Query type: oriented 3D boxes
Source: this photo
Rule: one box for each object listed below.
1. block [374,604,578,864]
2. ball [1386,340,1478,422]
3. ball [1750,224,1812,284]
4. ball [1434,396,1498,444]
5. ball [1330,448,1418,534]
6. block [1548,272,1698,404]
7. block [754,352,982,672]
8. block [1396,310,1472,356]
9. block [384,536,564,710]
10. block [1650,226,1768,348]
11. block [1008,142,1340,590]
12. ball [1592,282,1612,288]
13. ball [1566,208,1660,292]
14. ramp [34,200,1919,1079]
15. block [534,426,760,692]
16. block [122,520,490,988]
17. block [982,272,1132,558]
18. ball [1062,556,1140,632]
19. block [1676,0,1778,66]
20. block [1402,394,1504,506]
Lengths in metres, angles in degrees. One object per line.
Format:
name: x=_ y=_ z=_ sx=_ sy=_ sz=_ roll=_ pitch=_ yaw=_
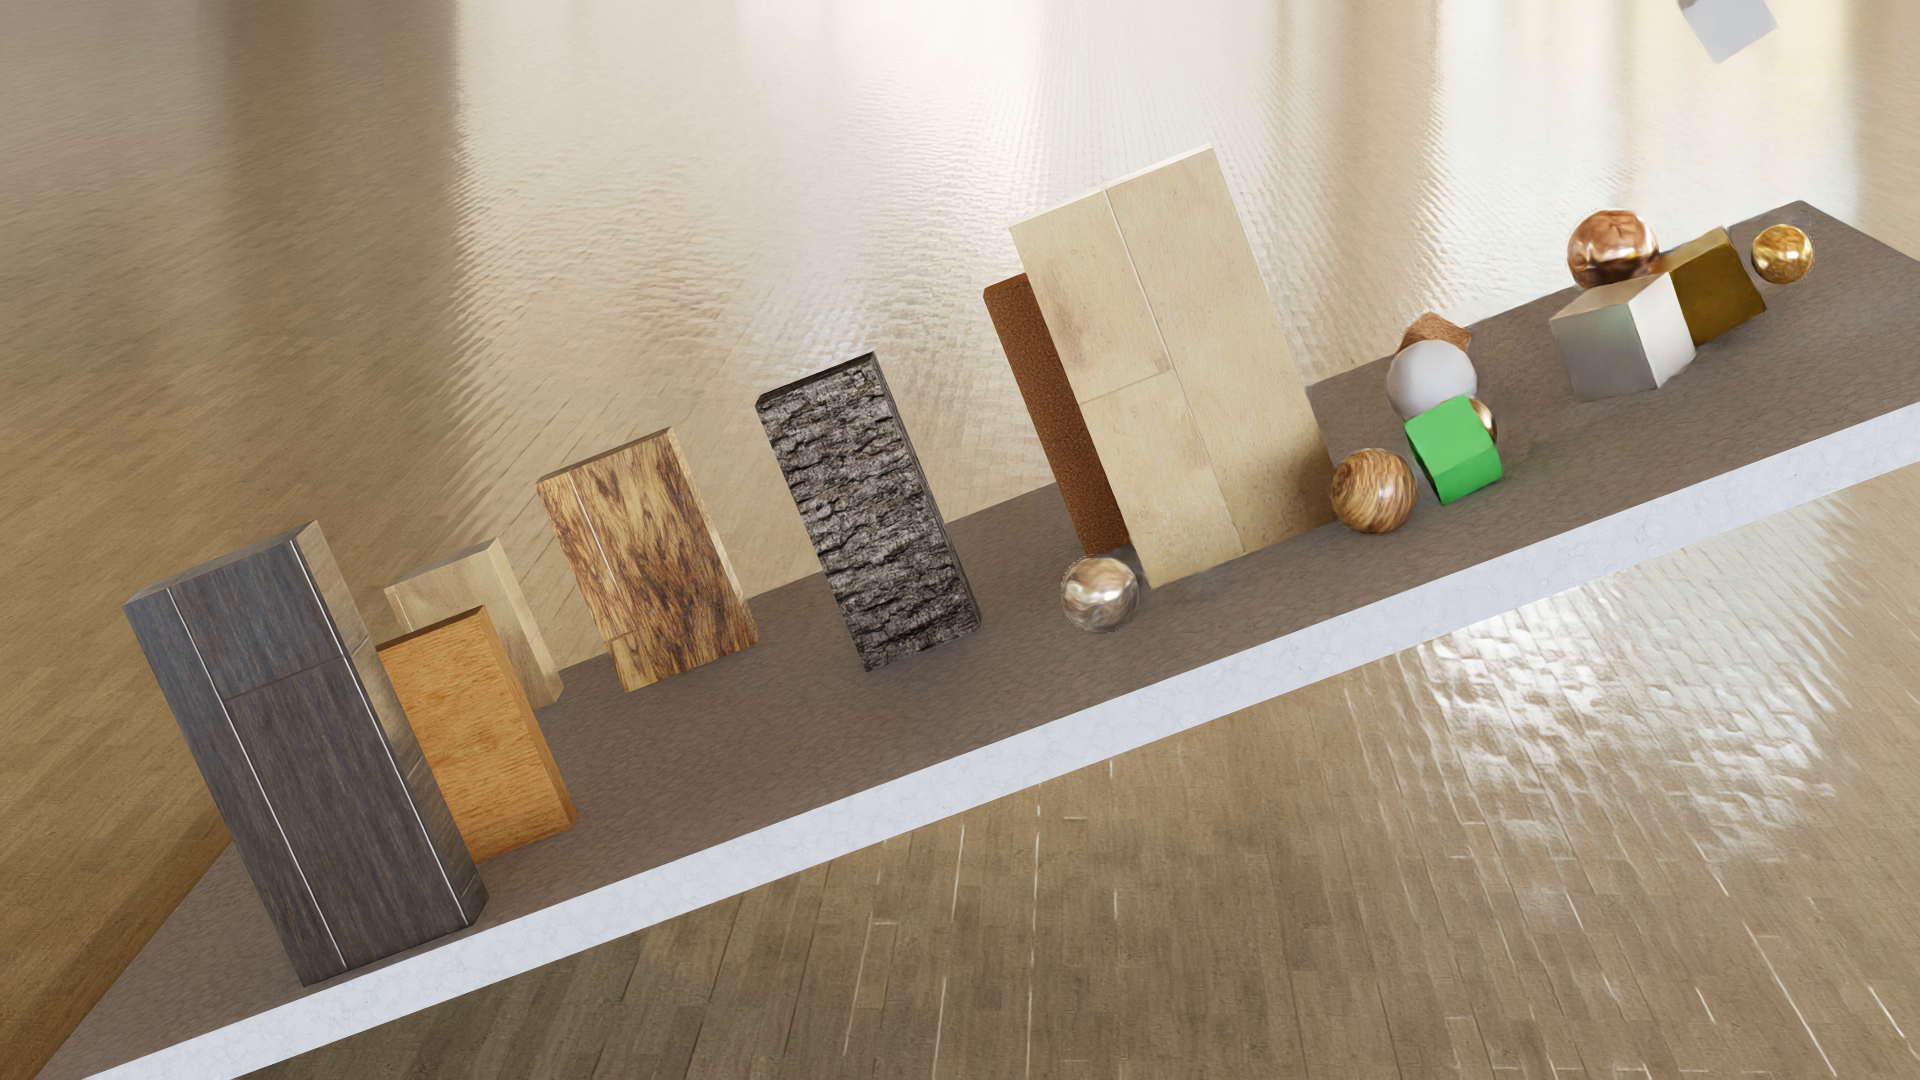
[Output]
block: x=-1.064 y=0.428 z=5.912 sx=0.432 sy=0.475 sz=0.080 roll=-21 pitch=12 yaw=7
ball: x=0.998 y=-0.329 z=6.224 sx=0.190 sy=0.190 sz=0.190 roll=0 pitch=14 yaw=0
ball: x=1.646 y=-0.571 z=5.890 sx=0.120 sy=0.120 sz=0.120 roll=0 pitch=14 yaw=0
ball: x=0.992 y=-0.213 z=5.833 sx=0.145 sy=0.145 sz=0.145 roll=0 pitch=14 yaw=0
ball: x=0.789 y=-0.093 z=5.618 sx=0.166 sy=0.166 sz=0.166 roll=0 pitch=14 yaw=0
block: x=1.344 y=-0.409 z=5.962 sx=0.186 sy=0.186 sz=0.186 roll=-11 pitch=16 yaw=43
block: x=-0.188 y=-0.058 z=6.145 sx=0.257 sy=0.611 sz=0.121 roll=-21 pitch=12 yaw=7
block: x=1.057 y=-0.423 z=6.596 sx=0.114 sy=0.114 sz=0.114 roll=33 pitch=38 yaw=18
block: x=-1.171 y=0.239 z=7.103 sx=0.273 sy=0.407 sz=0.125 roll=-21 pitch=12 yaw=7
block: x=1.545 y=-0.524 z=6.080 sx=0.167 sy=0.167 sz=0.167 roll=-29 pitch=10 yaw=17
block: x=0.439 y=-0.341 z=5.843 sx=0.425 sy=0.784 sz=0.097 roll=-21 pitch=12 yaw=7
ball: x=1.382 y=-0.473 z=6.266 sx=0.149 sy=0.149 sz=0.149 roll=0 pitch=14 yaw=0
ball: x=1.411 y=-0.619 z=6.358 sx=0.197 sy=0.197 sz=0.197 roll=0 pitch=14 yaw=0
ramp: x=0.123 y=0.174 z=6.291 sx=4.000 sy=0.100 sz=2.000 roll=-21 pitch=12 yaw=7
block: x=-0.723 y=0.047 z=6.831 sx=0.331 sy=0.535 sz=0.089 roll=-21 pitch=12 yaw=7
block: x=-1.218 y=0.403 z=5.512 sx=0.354 sy=0.800 sz=0.146 roll=-21 pitch=12 yaw=7
block: x=0.295 y=-0.301 z=6.338 sx=0.282 sy=0.614 sz=0.126 roll=-21 pitch=12 yaw=7
ball: x=0.275 y=0.105 z=5.716 sx=0.150 sy=0.150 sz=0.150 roll=0 pitch=14 yaw=0
block: x=1.541 y=-1.080 z=5.940 sx=0.143 sy=0.143 sz=0.143 roll=-32 pitch=27 yaw=20
block: x=0.942 y=-0.172 z=5.617 sx=0.131 sy=0.131 sz=0.131 roll=-27 pitch=-29 yaw=4
